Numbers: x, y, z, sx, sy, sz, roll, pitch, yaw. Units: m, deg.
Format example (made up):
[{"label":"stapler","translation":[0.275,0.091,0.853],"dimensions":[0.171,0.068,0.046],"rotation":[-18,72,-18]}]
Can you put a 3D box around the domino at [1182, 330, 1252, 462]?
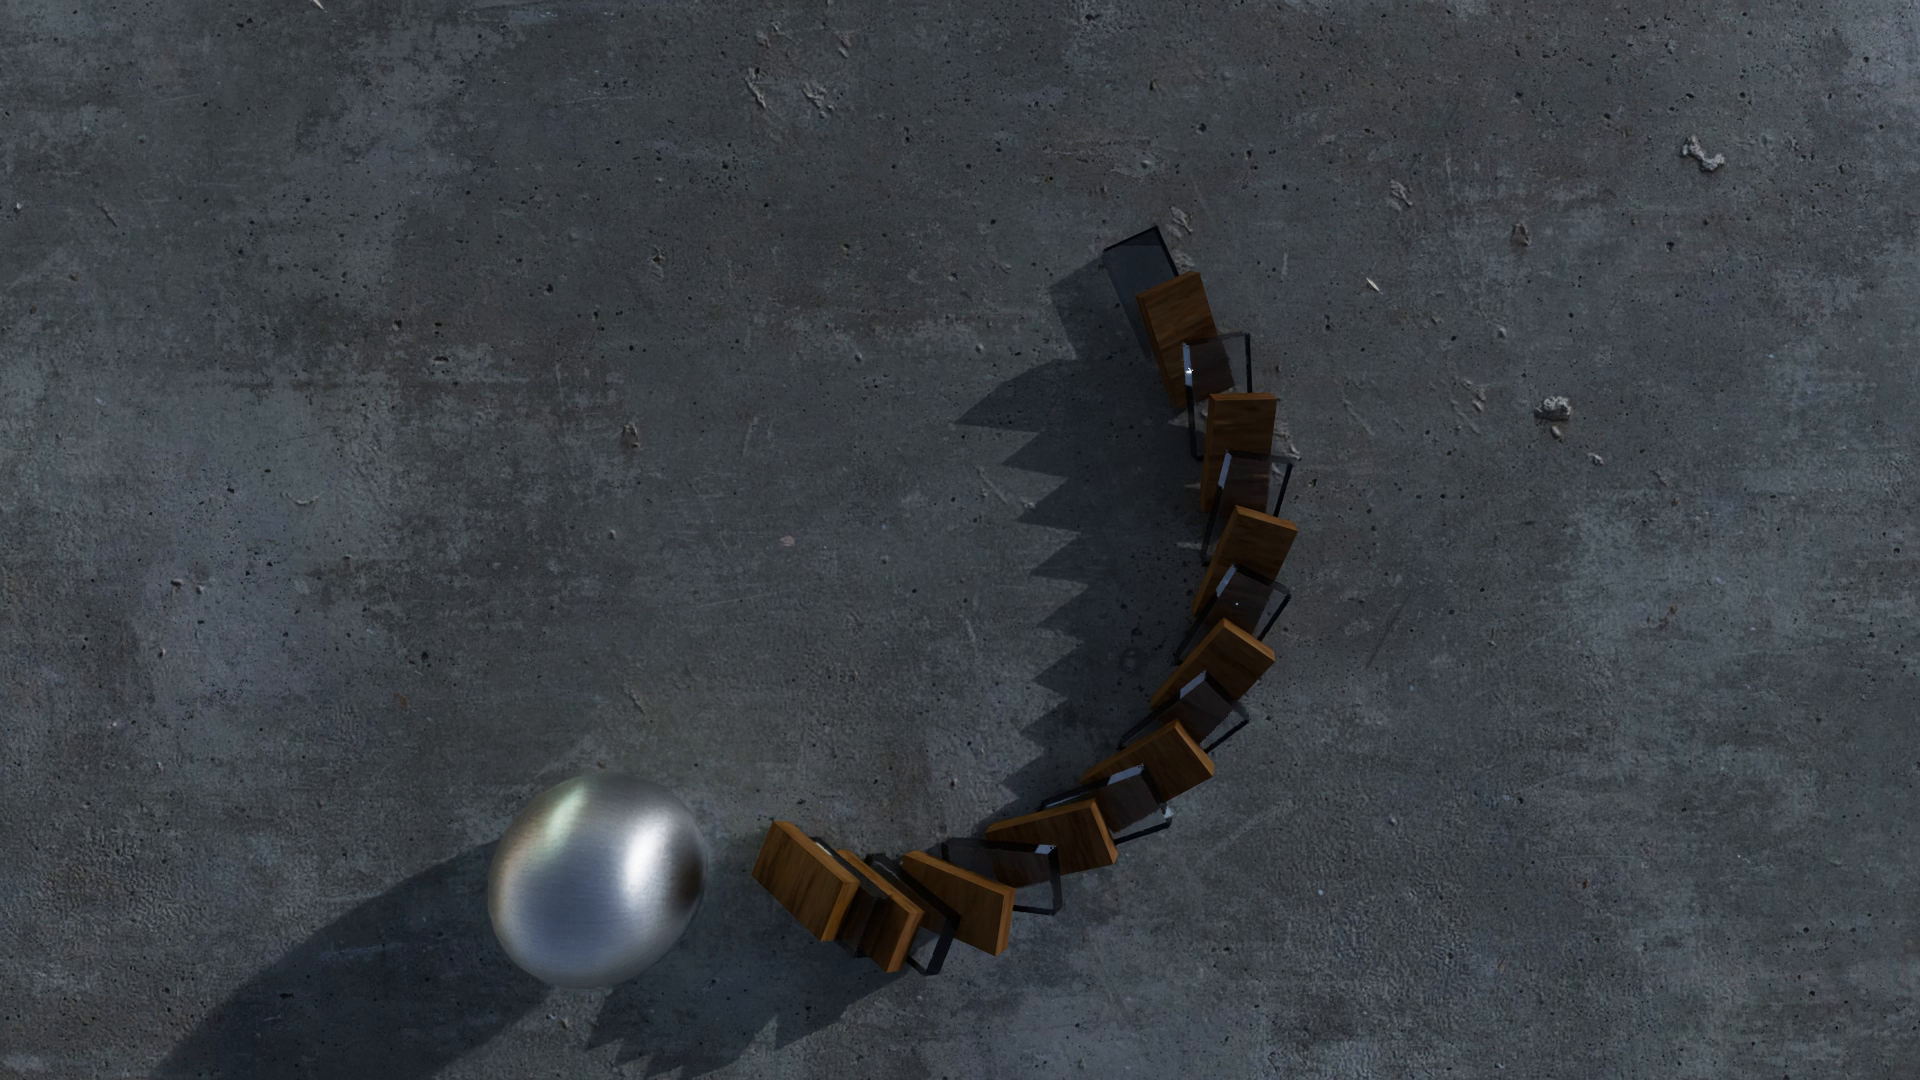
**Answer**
[{"label":"domino","translation":[0.109,-0.060,0.386],"dimensions":[0.025,0.009,0.050],"rotation":[-11,113,0]}]

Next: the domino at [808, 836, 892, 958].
[{"label":"domino","translation":[-0.052,0.147,0.380],"dimensions":[0.050,0.009,0.025],"rotation":[22,90,42]}]

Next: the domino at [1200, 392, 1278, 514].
[{"label":"domino","translation":[0.116,-0.036,0.385],"dimensions":[0.025,0.009,0.050],"rotation":[-2,115,0]}]

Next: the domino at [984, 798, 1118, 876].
[{"label":"domino","translation":[0.038,0.128,0.385],"dimensions":[0.050,0.009,0.025],"rotation":[-22,90,24]}]

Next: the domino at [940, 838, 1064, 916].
[{"label":"domino","translation":[0.017,0.140,0.384],"dimensions":[0.050,0.010,0.025],"rotation":[-6,90,30]}]

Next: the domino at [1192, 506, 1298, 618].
[{"label":"domino","translation":[0.119,0.013,0.385],"dimensions":[0.025,0.009,0.050],"rotation":[16,115,0]}]

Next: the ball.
[{"label":"ball","translation":[-0.141,0.132,0.360],"dimensions":[0.080,0.080,0.080],"rotation":[0,90,0]}]

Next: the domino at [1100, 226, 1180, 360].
[{"label":"domino","translation":[0.083,-0.106,0.395],"dimensions":[0.025,0.009,0.050],"rotation":[-24,90,0]}]

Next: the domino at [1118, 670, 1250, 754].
[{"label":"domino","translation":[0.093,0.080,0.385],"dimensions":[0.025,0.009,0.050],"rotation":[44,115,0]}]

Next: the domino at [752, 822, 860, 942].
[{"label":"domino","translation":[-0.065,0.140,0.380],"dimensions":[0.050,0.010,0.025],"rotation":[22,90,42]}]

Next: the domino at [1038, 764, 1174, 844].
[{"label":"domino","translation":[0.061,0.115,0.385],"dimensions":[0.050,0.009,0.025],"rotation":[-28,91,25]}]

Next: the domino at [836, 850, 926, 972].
[{"label":"domino","translation":[-0.039,0.152,0.380],"dimensions":[0.050,0.010,0.025],"rotation":[22,90,42]}]

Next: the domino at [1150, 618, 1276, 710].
[{"label":"domino","translation":[0.105,0.059,0.385],"dimensions":[0.025,0.009,0.050],"rotation":[34,116,0]}]

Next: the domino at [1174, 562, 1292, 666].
[{"label":"domino","translation":[0.114,0.036,0.385],"dimensions":[0.025,0.009,0.050],"rotation":[25,115,0]}]

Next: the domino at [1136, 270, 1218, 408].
[{"label":"domino","translation":[0.094,-0.084,0.385],"dimensions":[0.025,0.010,0.050],"rotation":[-25,114,0]}]

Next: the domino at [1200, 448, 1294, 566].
[{"label":"domino","translation":[0.119,-0.012,0.385],"dimensions":[0.025,0.010,0.050],"rotation":[8,115,0]}]

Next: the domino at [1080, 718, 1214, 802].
[{"label":"domino","translation":[0.078,0.098,0.385],"dimensions":[0.050,0.009,0.025],"rotation":[-38,90,25]}]

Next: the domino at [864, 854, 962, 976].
[{"label":"domino","translation":[-0.024,0.154,0.380],"dimensions":[0.050,0.009,0.025],"rotation":[22,90,42]}]

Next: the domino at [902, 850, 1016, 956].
[{"label":"domino","translation":[-0.002,0.150,0.382],"dimensions":[0.050,0.010,0.025],"rotation":[9,92,33]}]
